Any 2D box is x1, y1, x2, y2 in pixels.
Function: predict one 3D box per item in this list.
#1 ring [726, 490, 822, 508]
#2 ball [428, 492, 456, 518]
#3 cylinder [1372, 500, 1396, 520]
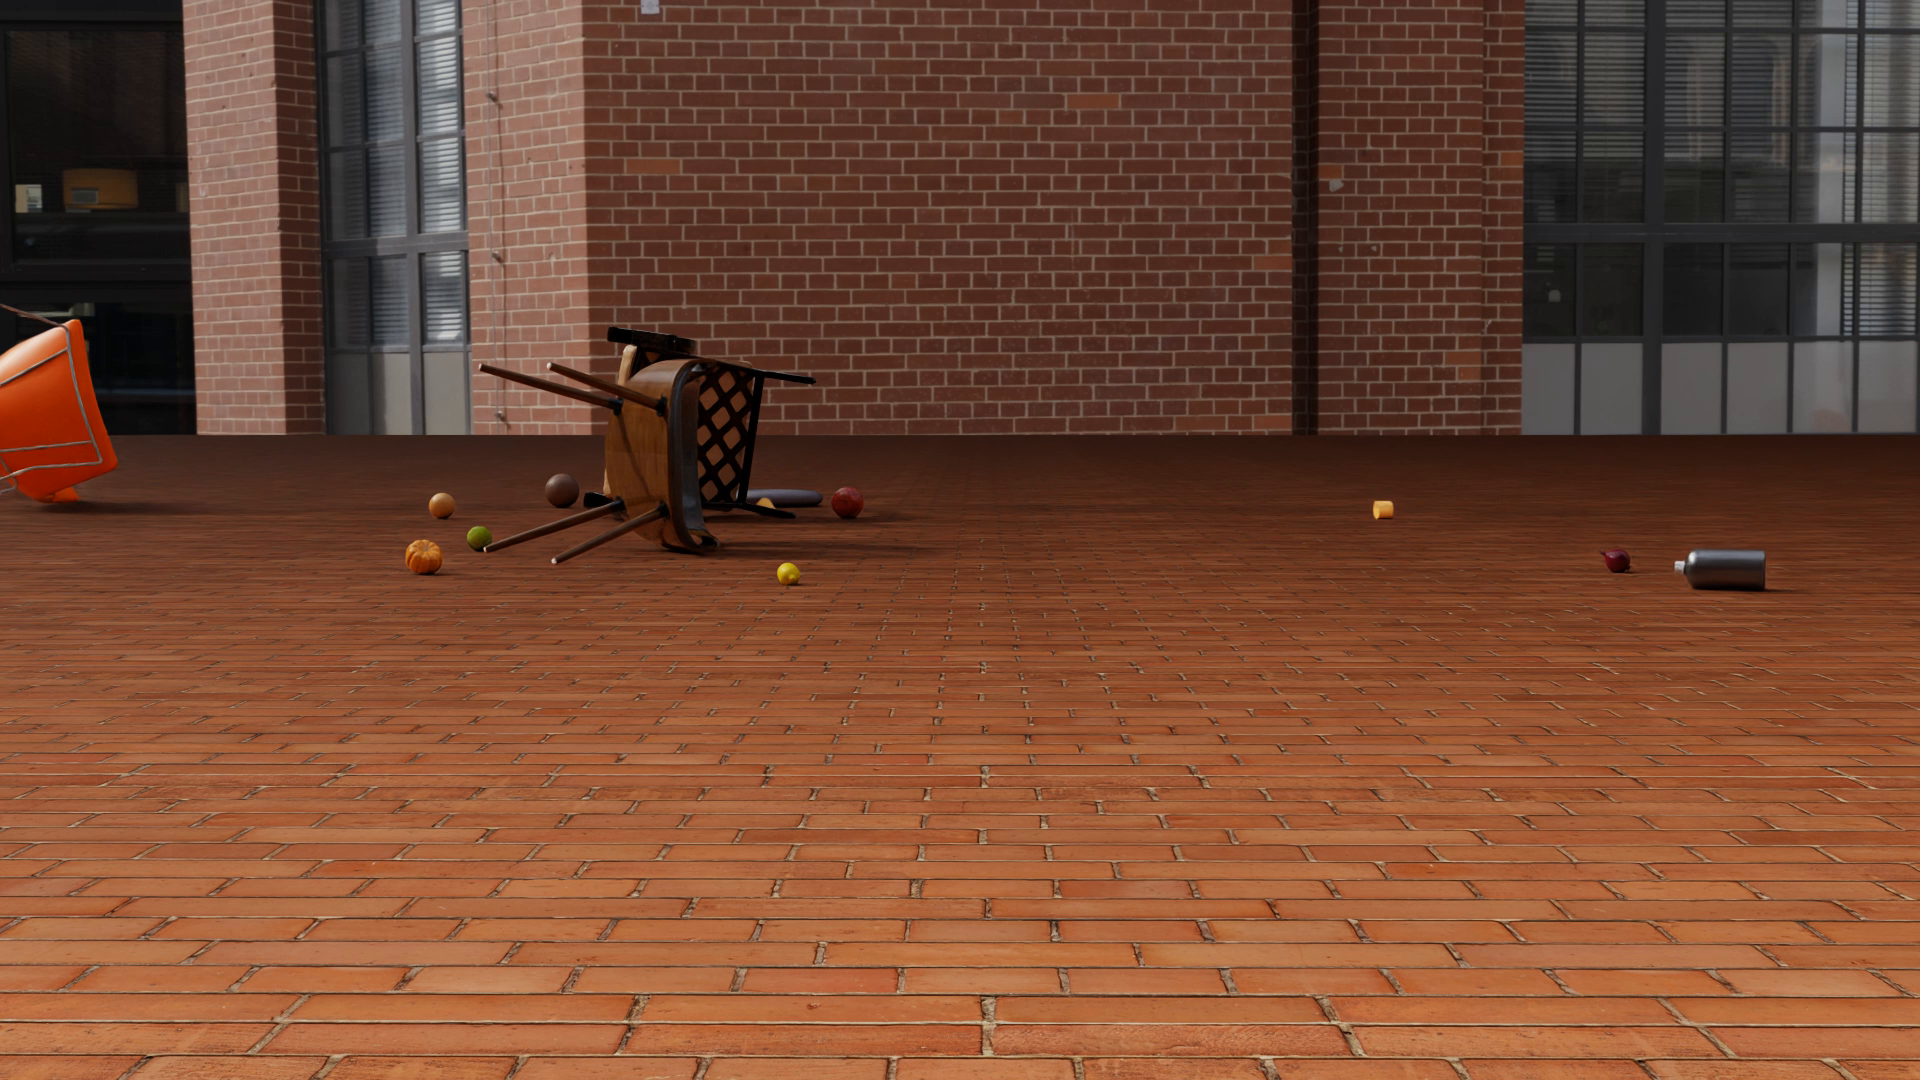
[{"bbox_3d":[-0.714,-0.162,8.453,0.379,0.062,0.283,0,3,-10],"label":"ring"},{"bbox_3d":[-1.794,-0.119,7.616,0.090,0.090,0.090,0,4,0],"label":"ball"},{"bbox_3d":[1.465,-0.104,7.609,0.050,0.060,0.074,-20,33,-13],"label":"cylinder"}]
